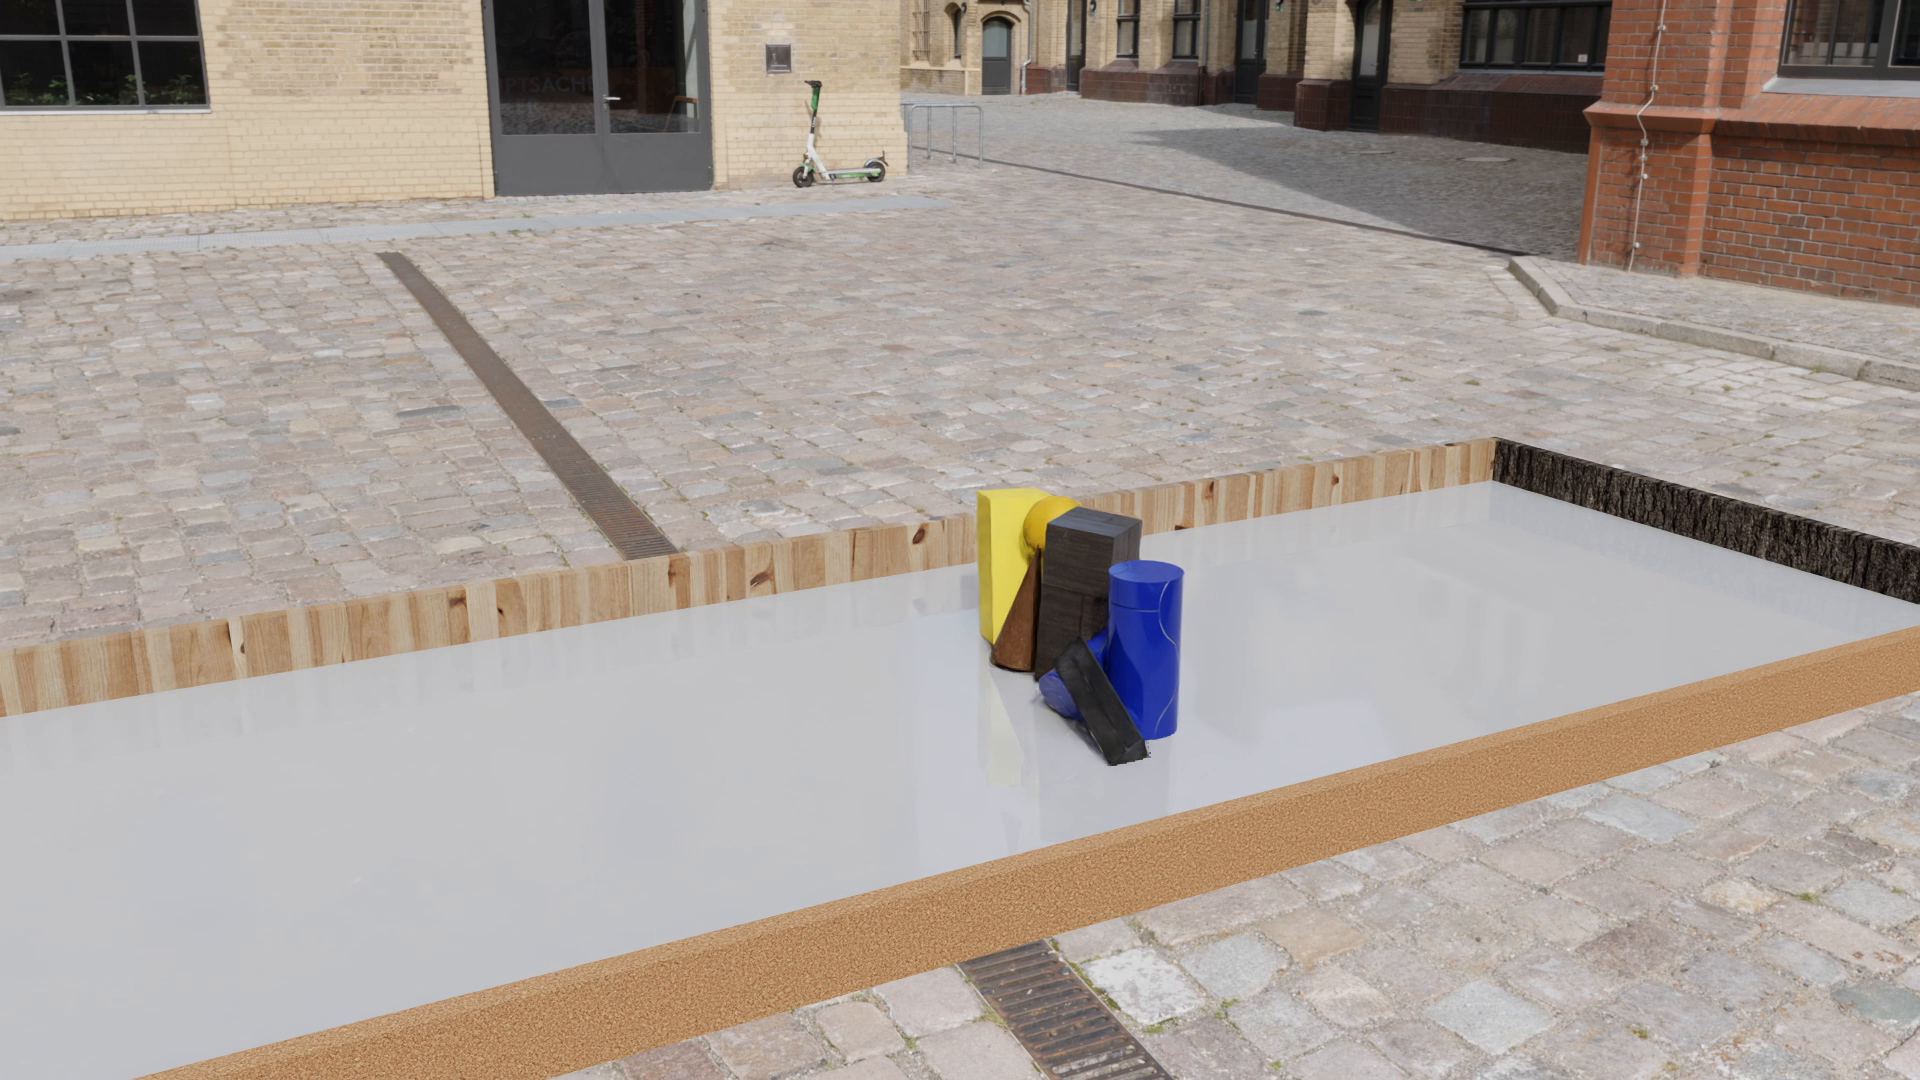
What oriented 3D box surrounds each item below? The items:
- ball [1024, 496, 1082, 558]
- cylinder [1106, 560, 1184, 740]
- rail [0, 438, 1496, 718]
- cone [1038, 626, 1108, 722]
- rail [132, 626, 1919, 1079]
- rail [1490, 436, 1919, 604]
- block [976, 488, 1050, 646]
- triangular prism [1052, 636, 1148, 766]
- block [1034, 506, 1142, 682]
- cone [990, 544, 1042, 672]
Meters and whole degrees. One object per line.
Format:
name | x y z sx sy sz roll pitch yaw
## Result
ball | 0.247 -0.030 4.232 0.170 0.170 0.170 0 16 0
cylinder | 0.426 0.254 3.818 0.173 0.380 0.173 0 16 0
rail | -3.305 0.497 3.399 12.000 0.150 0.050 -9 18 -27
cone | 0.369 0.240 3.956 0.146 0.146 0.412 16 52 43
rail | -2.336 1.006 1.665 12.000 0.150 0.050 -9 18 -27
rail | 2.466 -0.048 5.253 0.050 0.150 2.100 -9 18 -27
block | 0.148 0.069 4.401 0.167 0.389 0.167 -4 10 -12
triangular prism | 0.327 0.355 3.724 0.100 0.087 0.300 -8 50 -28
block | 0.317 0.151 4.086 0.177 0.414 0.177 13 20 26
cone | 0.178 0.156 4.217 0.156 0.322 0.156 8 18 -3
